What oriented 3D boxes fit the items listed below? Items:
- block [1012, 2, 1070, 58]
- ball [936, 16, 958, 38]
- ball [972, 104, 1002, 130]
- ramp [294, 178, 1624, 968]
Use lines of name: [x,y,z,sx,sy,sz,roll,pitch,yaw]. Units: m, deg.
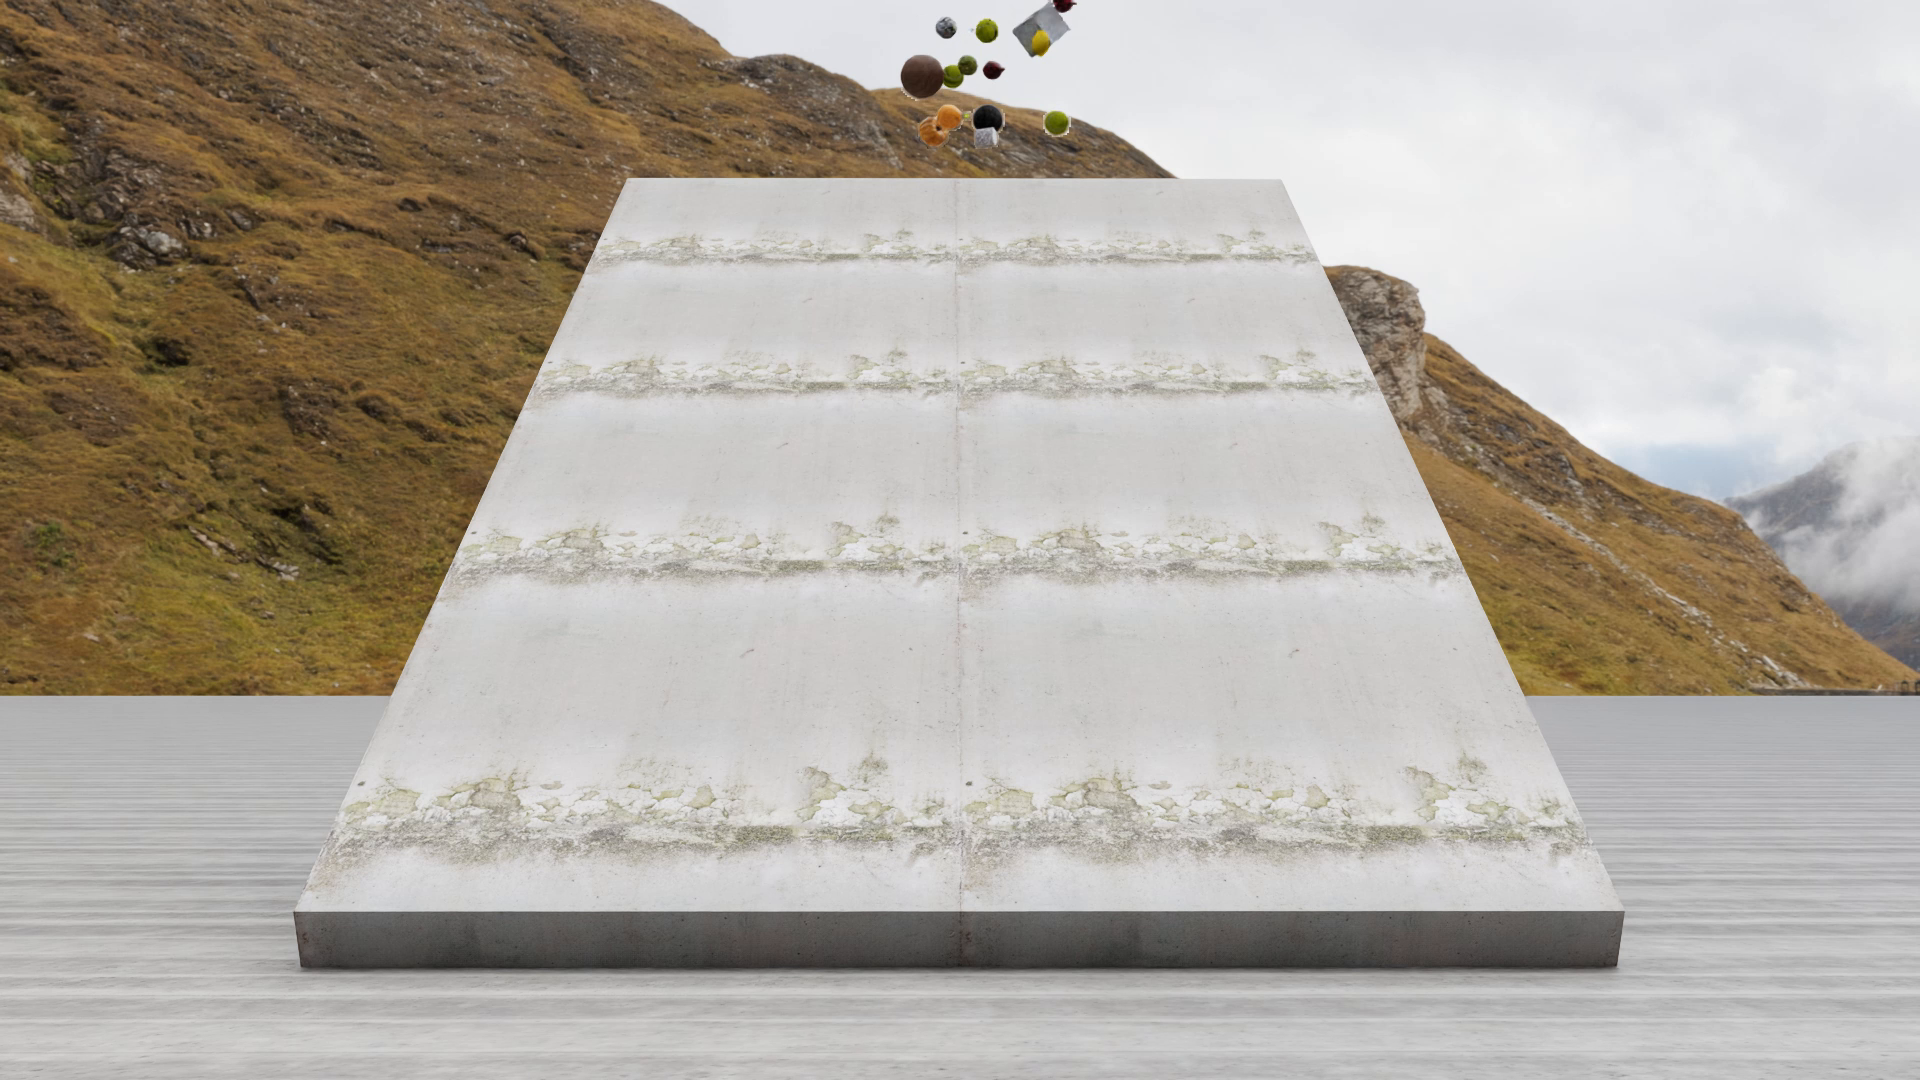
block: [0.236,-1.486,6.802,0.099,0.099,0.099,-23,19,51]
ball: [-0.041,-1.533,6.987,0.065,0.065,0.065,0,-4,0]
ball: [0.084,-1.265,7.026,0.090,0.090,0.090,0,-4,0]
ramp: [-0.009,-0.229,5.345,2.000,0.100,4.000,0,25,0]
